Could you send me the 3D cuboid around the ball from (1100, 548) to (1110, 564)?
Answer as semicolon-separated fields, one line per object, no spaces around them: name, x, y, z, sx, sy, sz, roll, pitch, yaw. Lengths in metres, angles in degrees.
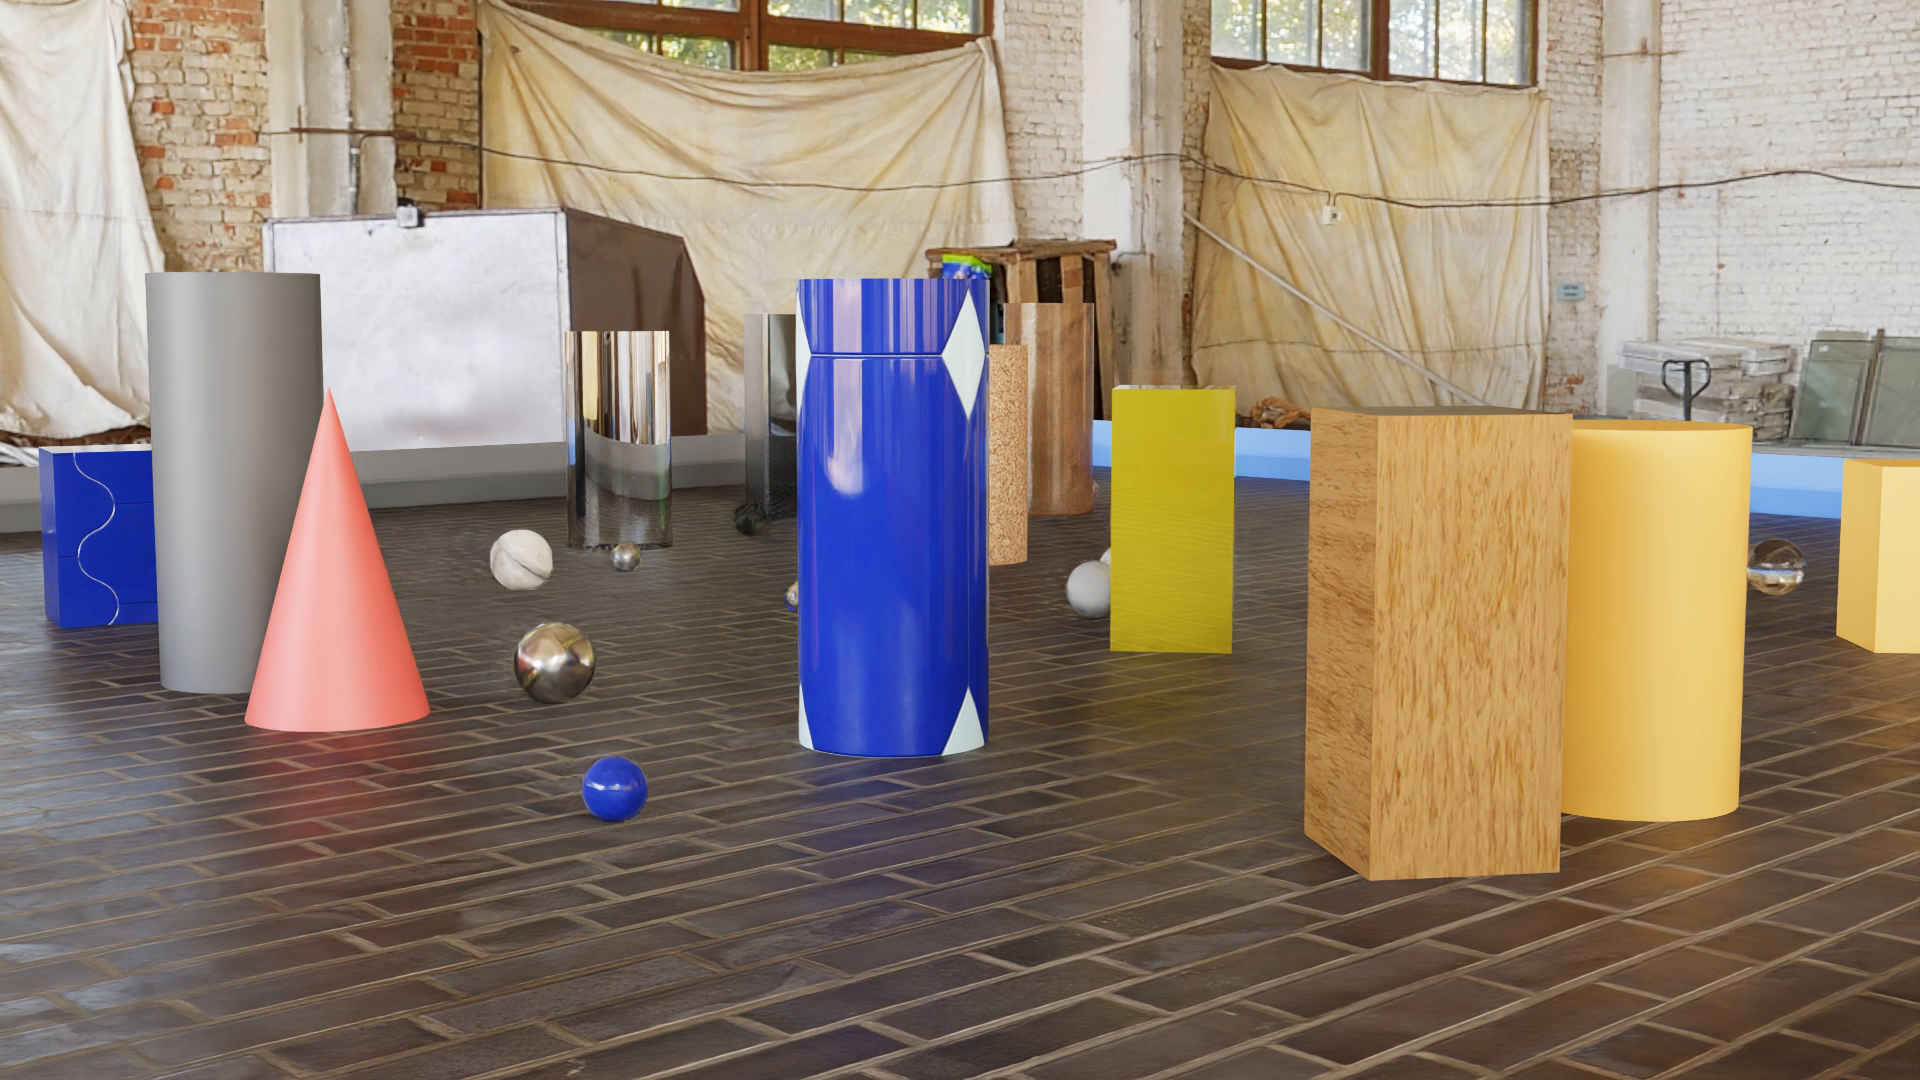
ball;0.255;0.051;3.340;0.094;0.094;0.094;0;6;0

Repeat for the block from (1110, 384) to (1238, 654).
block;0.287;-0.032;2.936;0.158;0.343;0.158;1;6;8

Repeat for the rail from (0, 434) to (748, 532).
rail;-1.411;-0.125;4.853;4.671;0.129;0.045;-5;8;-42

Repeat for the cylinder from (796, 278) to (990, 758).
cylinder;-0.069;-0.029;2.269;0.198;0.476;0.198;0;6;0

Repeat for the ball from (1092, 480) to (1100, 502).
ball;0.293;-0.113;5.076;0.060;0.060;0.060;0;6;0

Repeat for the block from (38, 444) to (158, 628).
block;-1.236;-0.010;3.189;0.158;0.247;0.158;-3;7;-29

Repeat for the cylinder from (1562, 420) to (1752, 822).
cylinder;0.611;0.066;2.003;0.198;0.342;0.198;0;6;0

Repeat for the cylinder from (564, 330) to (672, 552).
cylinder;-0.645;-0.191;4.157;0.198;0.406;0.198;0;6;0

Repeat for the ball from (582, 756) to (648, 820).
ball;-0.303;0.217;1.925;0.057;0.057;0.057;0;6;0

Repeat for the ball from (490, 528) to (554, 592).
ball;-0.698;0.032;3.500;0.099;0.099;0.099;0;6;0

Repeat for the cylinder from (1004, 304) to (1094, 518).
cylinder;0.194;-0.289;4.832;0.198;0.461;0.198;0;6;0

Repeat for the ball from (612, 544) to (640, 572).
ball;-0.570;0.030;3.758;0.050;0.050;0.050;0;6;0

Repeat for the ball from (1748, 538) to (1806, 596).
ball;1.279;0.042;3.448;0.089;0.089;0.089;0;6;0

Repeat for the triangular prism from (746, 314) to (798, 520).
triangular prism;-0.412;-0.271;4.773;0.149;0.437;0.172;5;8;40

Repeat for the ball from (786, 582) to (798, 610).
ball;-0.235;0.083;3.268;0.045;0.045;0.045;0;6;0

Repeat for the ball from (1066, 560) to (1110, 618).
ball;0.196;0.072;3.191;0.084;0.084;0.084;0;6;0

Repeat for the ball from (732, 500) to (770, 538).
ball;-0.412;-0.041;4.337;0.071;0.071;0.071;0;6;0

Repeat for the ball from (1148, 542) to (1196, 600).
ball;0.320;0.047;3.404;0.089;0.089;0.089;0;6;0

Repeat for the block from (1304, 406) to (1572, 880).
block;0.385;0.076;1.795;0.158;0.364;0.158;-1;6;-10

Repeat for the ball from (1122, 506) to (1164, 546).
ball;0.346;-0.027;4.167;0.077;0.077;0.077;0;6;0

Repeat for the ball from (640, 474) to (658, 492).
ball;-0.768;-0.140;5.420;0.043;0.043;0.043;0;6;0

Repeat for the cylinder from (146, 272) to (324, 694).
cylinder;-0.863;-0.074;2.638;0.198;0.488;0.198;0;6;0

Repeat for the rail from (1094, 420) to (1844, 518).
rail;1.699;-0.129;4.891;0.045;0.129;4.209;-5;8;-42

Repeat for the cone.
cone;-0.687;0.012;2.413;0.198;0.364;0.198;0;6;0

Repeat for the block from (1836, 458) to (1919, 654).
block;1.280;0.019;2.932;0.158;0.243;0.158;0;6;5

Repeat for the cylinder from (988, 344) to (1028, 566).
cylinder;0.022;-0.156;3.930;0.198;0.383;0.198;0;6;0

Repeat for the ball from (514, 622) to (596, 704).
ball;-0.461;0.139;2.503;0.092;0.092;0.092;0;6;0
